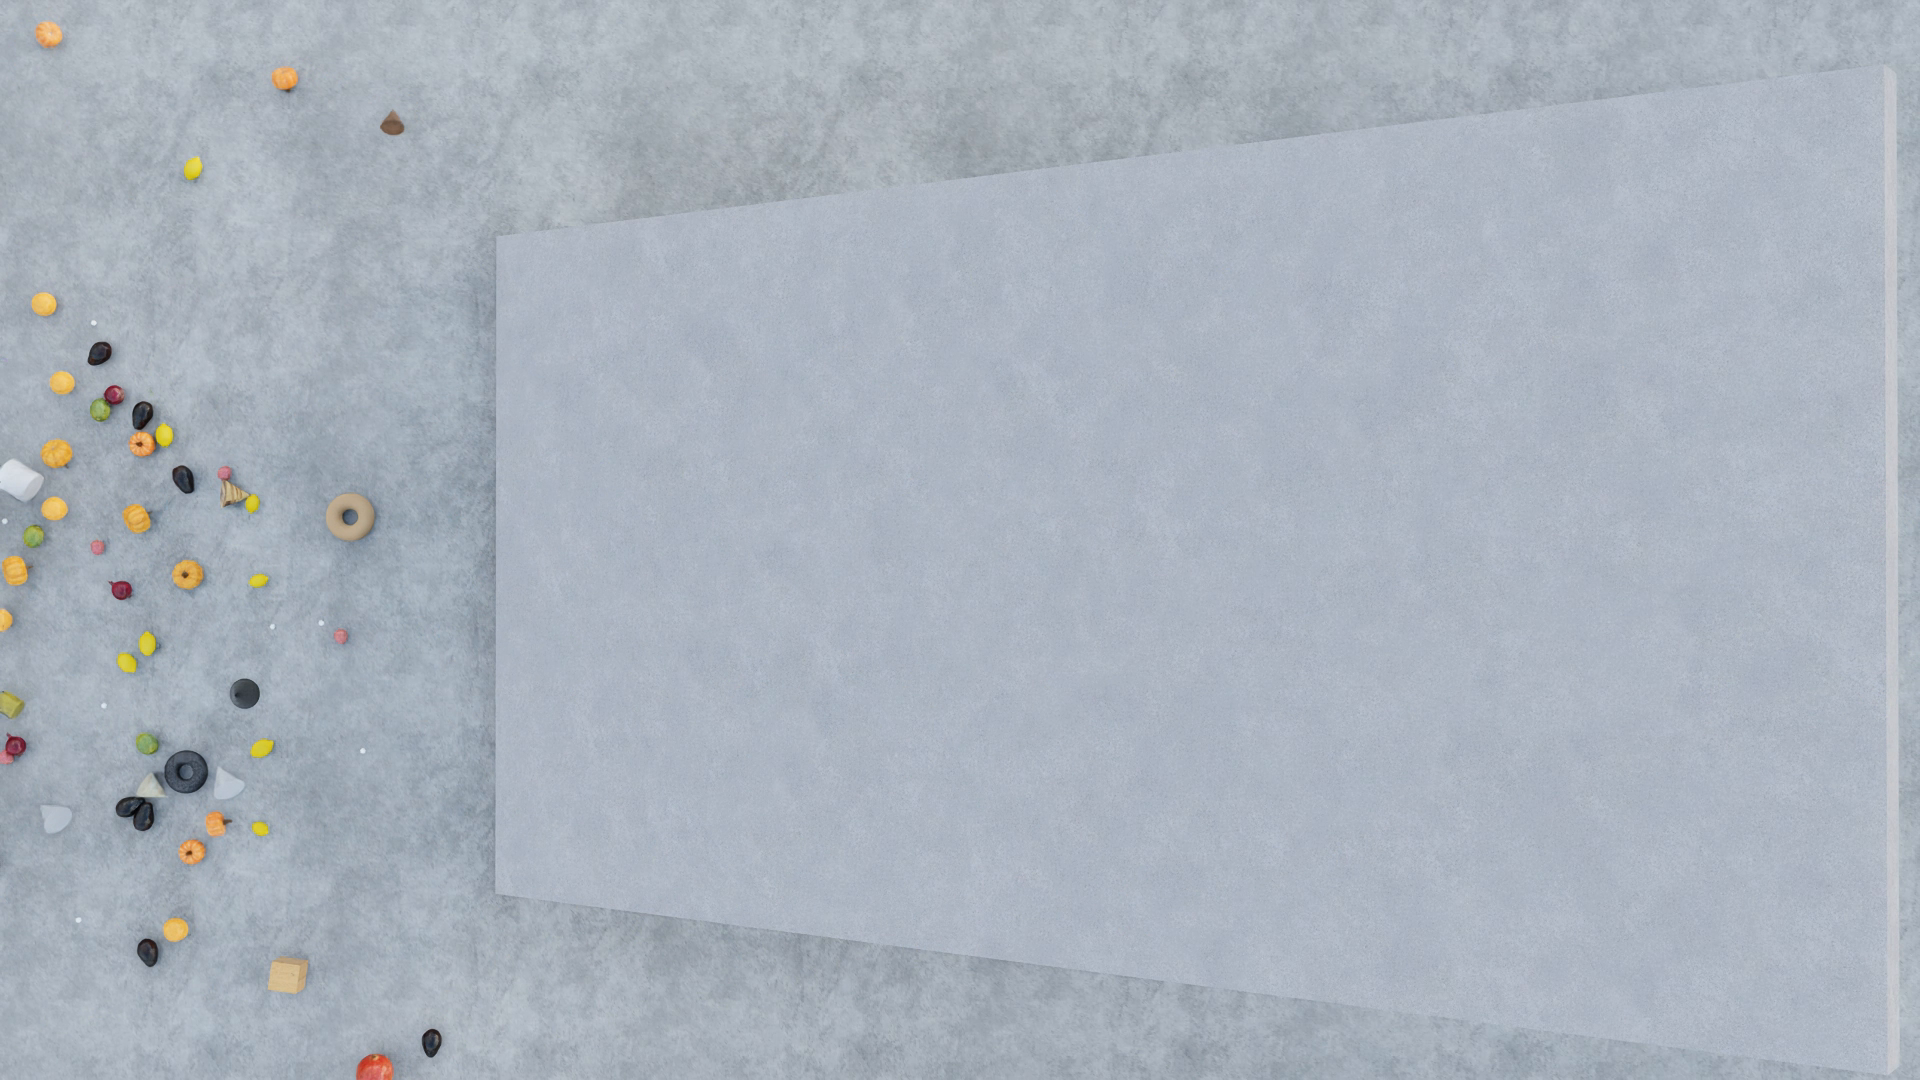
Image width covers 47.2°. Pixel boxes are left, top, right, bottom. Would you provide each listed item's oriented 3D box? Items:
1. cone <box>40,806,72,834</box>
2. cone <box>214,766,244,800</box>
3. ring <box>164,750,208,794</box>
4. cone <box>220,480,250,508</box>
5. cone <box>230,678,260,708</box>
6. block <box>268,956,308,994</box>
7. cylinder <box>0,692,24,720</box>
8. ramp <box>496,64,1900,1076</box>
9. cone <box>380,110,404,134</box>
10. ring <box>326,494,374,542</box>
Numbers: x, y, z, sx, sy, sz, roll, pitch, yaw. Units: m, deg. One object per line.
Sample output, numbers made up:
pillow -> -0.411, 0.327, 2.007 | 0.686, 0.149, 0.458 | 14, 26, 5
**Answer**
cone -> -2.795, 0.837, 6.746 | 0.092, 0.092, 0.092 | 29, 90, 27
cone -> -2.258, 0.729, 6.746 | 0.095, 0.095, 0.095 | -36, 63, 0
ring -> -2.374, 0.711, 6.745 | 0.133, 0.044, 0.133 | 0, 88, 0
cone -> -2.219, -0.138, 6.754 | 0.088, 0.088, 0.088 | 5, 90, -27
cone -> -2.202, 0.473, 6.722 | 0.094, 0.094, 0.094 | 0, 90, 0
block -> -2.053, 1.329, 6.719 | 0.087, 0.087, 0.087 | 8, 90, 0
cylinder -> -2.913, 0.507, 6.737 | 0.064, 0.064, 0.064 | 32, 90, 0
ramp -> 0.239, 0.067, 5.562 | 4.000, 0.100, 2.000 | 0, 89, 36
cone -> -1.745, -1.298, 6.766 | 0.072, 0.072, 0.072 | -6, 63, 0
ring -> -1.871, -0.070, 6.749 | 0.149, 0.050, 0.149 | 0, 89, -1
